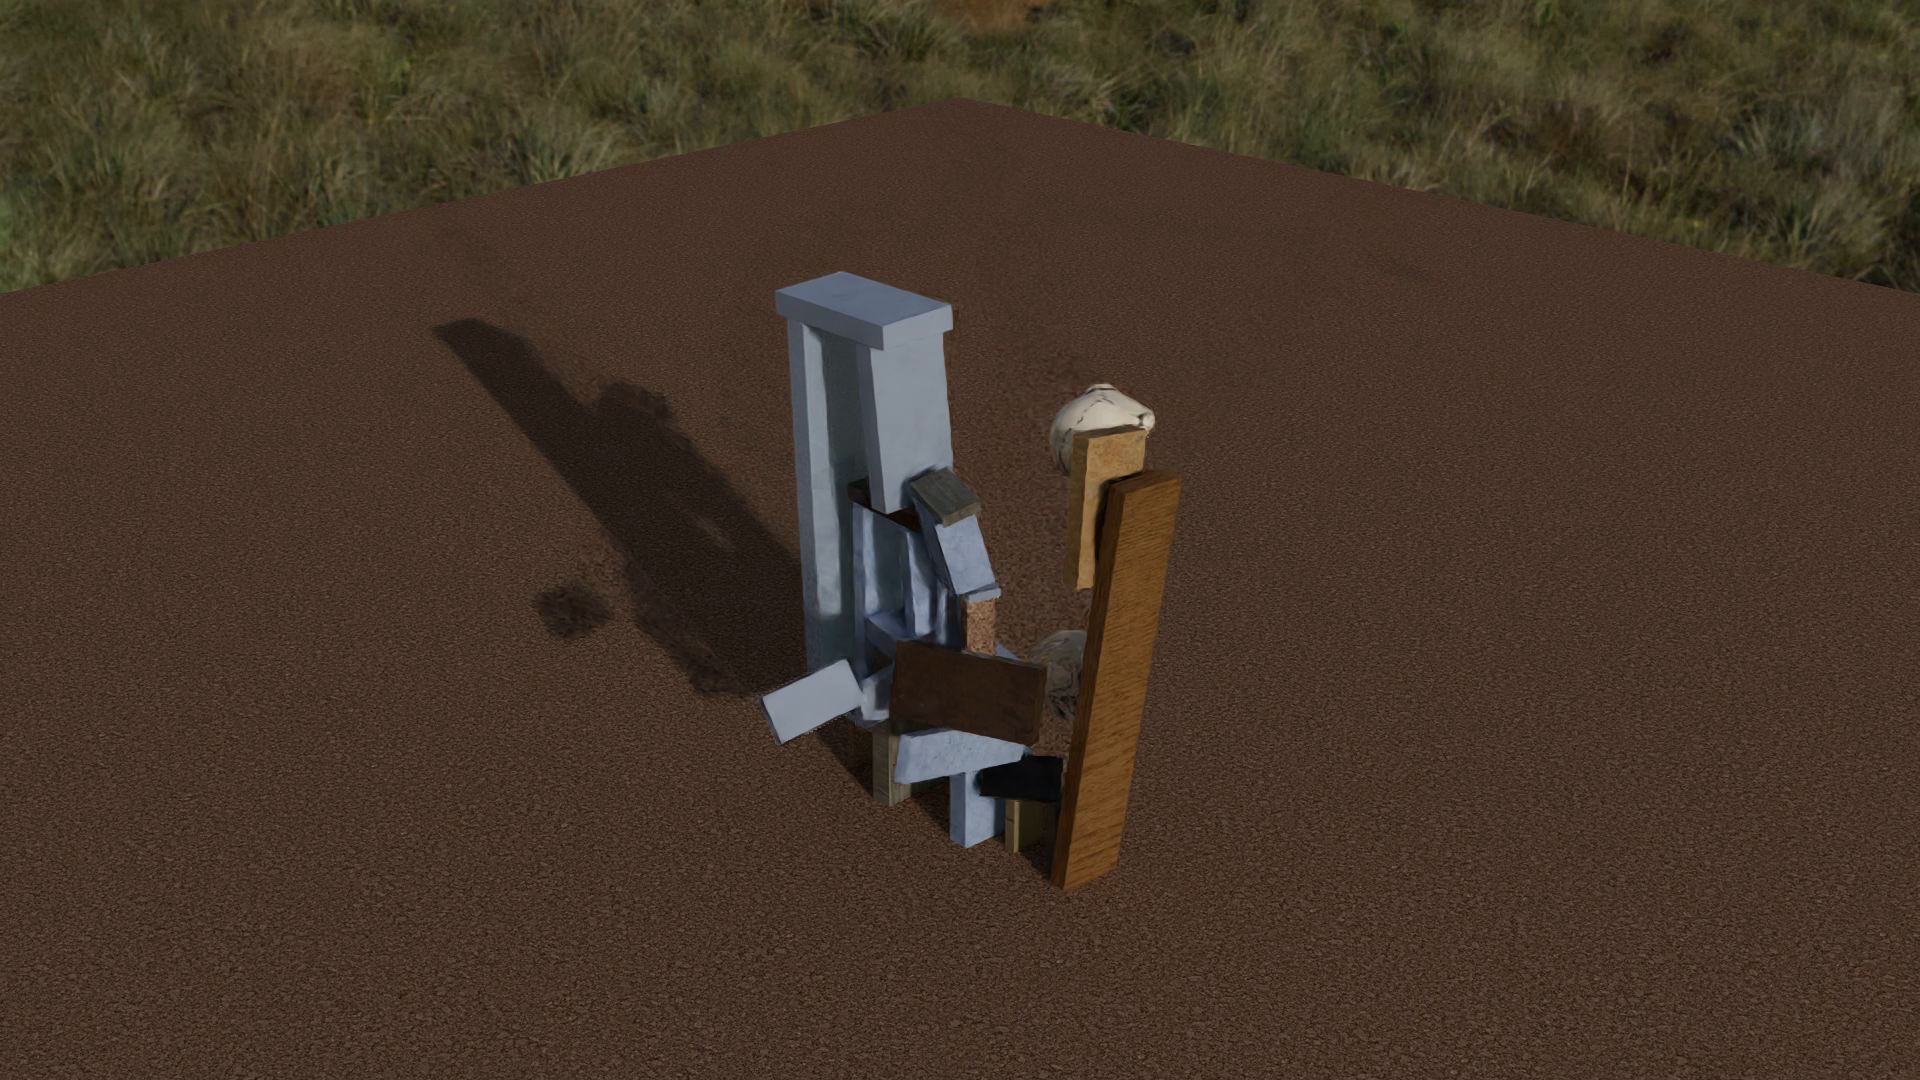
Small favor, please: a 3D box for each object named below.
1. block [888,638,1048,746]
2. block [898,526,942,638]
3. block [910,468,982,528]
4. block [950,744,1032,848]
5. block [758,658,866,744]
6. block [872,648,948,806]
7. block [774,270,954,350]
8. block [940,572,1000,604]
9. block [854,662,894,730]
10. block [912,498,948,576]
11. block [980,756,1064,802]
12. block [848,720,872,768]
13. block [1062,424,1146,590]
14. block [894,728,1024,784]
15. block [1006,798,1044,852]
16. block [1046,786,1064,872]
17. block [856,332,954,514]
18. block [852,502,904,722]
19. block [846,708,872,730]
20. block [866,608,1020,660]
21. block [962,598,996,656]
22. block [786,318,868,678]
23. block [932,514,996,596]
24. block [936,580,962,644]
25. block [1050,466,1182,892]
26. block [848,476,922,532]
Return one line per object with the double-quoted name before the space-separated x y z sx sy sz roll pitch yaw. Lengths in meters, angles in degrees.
"block" 0.013 0.268 3.905 0.275 0.138 0.039 10 9 22
"block" -0.056 0.068 4.297 0.114 0.229 0.032 -20 29 -30
"block" -0.027 -0.081 4.120 0.079 0.022 0.158 -25 33 -13
"block" 0.061 0.423 4.327 0.171 0.341 0.048 -18 29 -36
"block" -0.258 0.281 3.839 0.171 0.086 0.024 -25 3 -25
"block" -0.100 0.357 4.482 0.048 0.341 0.171 22 32 40
"block" -0.186 -0.441 4.205 0.167 0.047 0.335 -21 30 -35
"block" 0.018 0.081 4.208 0.065 0.018 0.131 -12 27 -23
"block" -0.121 0.272 4.054 0.171 0.085 0.024 -30 35 -29
"block" -0.030 -0.018 4.202 0.079 0.158 0.022 -19 21 -8
"block" 0.118 0.455 4.215 0.166 0.083 0.024 -1 -14 36
"block" -0.208 0.419 4.630 0.055 0.111 0.016 -21 31 -40
"block" 0.255 -0.058 3.884 0.138 0.275 0.039 -11 22 -38
"block" 0.006 0.379 4.016 0.024 0.086 0.370 15 11 34
"block" 0.127 0.523 4.315 0.024 0.166 0.083 22 31 40
"block" 0.203 0.553 4.242 0.024 0.166 0.083 21 31 40
"block" -0.102 -0.233 4.202 0.167 0.335 0.047 -21 28 -33
"block" -0.160 0.144 4.468 0.114 0.492 0.032 -20 30 -40
"block" -0.182 0.372 4.581 0.055 0.016 0.111 -21 31 -40
"block" -0.030 0.219 4.309 0.171 0.048 0.341 -12 26 -27
"block" 0.036 0.166 4.202 0.065 0.131 0.018 -15 28 -28
"block" -0.248 -0.052 4.461 0.167 0.859 0.047 -21 30 -39
"block" 0.007 0.021 4.120 0.079 0.158 0.022 -21 30 -6
"block" -0.012 0.136 4.272 0.065 0.131 0.018 -10 26 -27
"block" 0.280 0.270 4.027 0.138 0.860 0.039 -17 37 -36
"block" -0.108 -0.080 4.312 0.114 0.032 0.229 -21 30 -32
